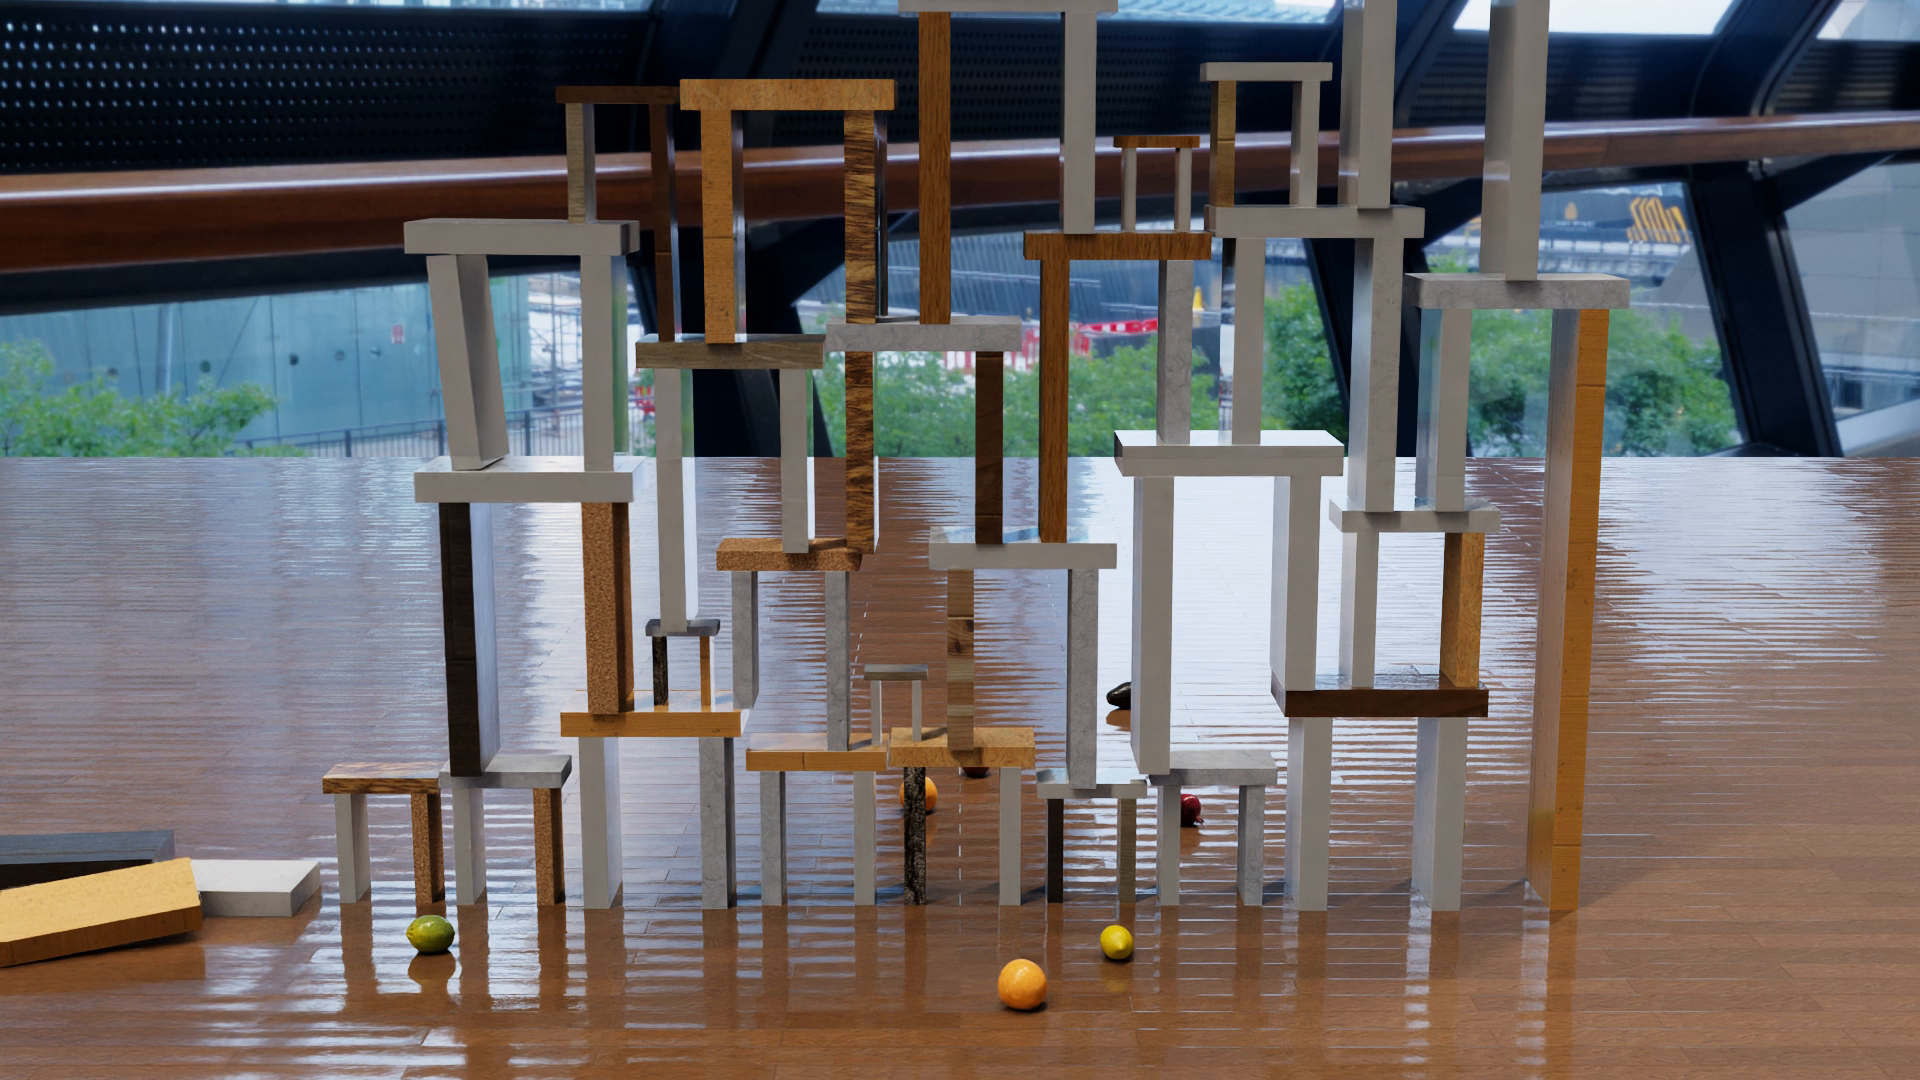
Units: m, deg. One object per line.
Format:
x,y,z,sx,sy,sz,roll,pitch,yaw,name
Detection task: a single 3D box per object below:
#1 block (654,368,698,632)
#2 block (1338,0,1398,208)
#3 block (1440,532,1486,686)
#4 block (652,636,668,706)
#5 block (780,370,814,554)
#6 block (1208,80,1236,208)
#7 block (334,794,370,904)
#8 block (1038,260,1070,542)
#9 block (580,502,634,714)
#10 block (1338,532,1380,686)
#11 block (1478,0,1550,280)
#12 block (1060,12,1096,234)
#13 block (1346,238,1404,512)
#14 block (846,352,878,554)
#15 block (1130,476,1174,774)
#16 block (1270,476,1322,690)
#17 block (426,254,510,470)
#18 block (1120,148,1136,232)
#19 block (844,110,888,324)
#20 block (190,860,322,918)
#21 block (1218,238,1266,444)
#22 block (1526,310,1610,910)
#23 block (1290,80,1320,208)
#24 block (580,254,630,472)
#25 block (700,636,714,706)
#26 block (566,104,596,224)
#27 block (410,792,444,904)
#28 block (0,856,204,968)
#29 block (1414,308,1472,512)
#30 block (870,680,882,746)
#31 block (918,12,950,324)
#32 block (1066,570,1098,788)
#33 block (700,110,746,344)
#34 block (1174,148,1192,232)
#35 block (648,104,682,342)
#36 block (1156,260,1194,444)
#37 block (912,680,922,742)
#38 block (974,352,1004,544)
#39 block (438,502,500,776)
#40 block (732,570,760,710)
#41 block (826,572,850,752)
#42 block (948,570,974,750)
-0.458,-0.074,3.550,0.042,0.422,0.147,0,11,0,block
0.634,-0.696,3.426,0.049,0.348,0.174,0,11,0,block
0.816,0.101,3.576,0.036,0.252,0.126,0,11,0,block
-0.490,0.207,3.596,0.016,0.115,0.058,0,11,0,block
-0.261,-0.137,3.538,0.042,0.293,0.147,0,11,0,block
0.411,-0.619,3.440,0.027,0.193,0.096,0,11,0,block
-1.008,0.498,3.652,0.027,0.187,0.094,0,11,0,block
0.149,-0.227,3.514,0.041,0.445,0.144,0,11,0,block
-0.572,0.094,3.578,0.049,0.344,0.172,0,11,0,block
0.648,0.101,3.576,0.036,0.252,0.126,0,11,0,block
0.865,-0.642,3.436,0.049,0.458,0.174,0,11,0,block
0.183,-0.651,3.439,0.047,0.333,0.167,0,11,0,block
0.661,-0.269,3.509,0.046,0.429,0.161,0,11,0,block
-0.157,-0.149,3.527,0.043,0.322,0.152,0,11,0,block
0.311,0.123,3.574,0.049,0.484,0.173,0,11,0,block
0.543,0.054,3.566,0.049,0.346,0.173,0,10,0,block
-0.786,-0.292,3.519,0.048,0.337,0.168,-4,10,4,block
0.265,-0.551,3.461,0.018,0.130,0.065,0,11,0,block
-0.147,-0.511,3.465,0.046,0.326,0.163,1,11,5,block
-1.424,0.574,3.638,0.690,0.043,0.153,0,11,1,block
0.447,-0.322,3.495,0.046,0.321,0.161,0,11,-1,block
0.986,0.108,3.582,0.045,0.979,0.160,0,11,0,block
0.539,-0.619,3.440,0.027,0.193,0.096,0,11,0,block
-0.566,-0.289,3.510,0.048,0.337,0.168,1,11,-1,block
-0.413,0.207,3.596,0.016,0.115,0.058,0,11,0,block
-0.594,-0.591,3.448,0.026,0.184,0.092,0,11,2,block
-0.884,0.498,3.652,0.027,0.187,0.094,0,11,0,block
-1.359,0.583,3.452,0.306,0.043,0.153,-8,25,-23,block
0.773,-0.216,3.521,0.045,0.320,0.160,0,10,0,block
-0.138,0.279,3.613,0.015,0.111,0.051,-1,11,0,block
-0.039,-0.583,3.452,0.047,0.472,0.167,0,11,0,block
0.200,0.211,3.598,0.042,0.363,0.149,0,11,0,block
-0.372,-0.496,3.468,0.046,0.356,0.163,0,11,1,block
0.351,-0.552,3.461,0.018,0.130,0.065,0,11,-1,block
-0.464,-0.500,3.463,0.026,0.365,0.092,-1,11,0,block
0.341,-0.304,3.495,0.041,0.287,0.144,0,11,0,block
-0.071,0.275,3.612,0.015,0.103,0.051,0,11,0,block
0.046,-0.158,3.525,0.043,0.304,0.152,0,11,0,block
-0.799,0.146,3.589,0.049,0.449,0.172,0,11,-1,block
-0.350,0.151,3.591,0.032,0.228,0.114,0,11,0,block
-0.199,0.186,3.597,0.032,0.299,0.114,0,11,0,block
0.001,0.179,3.592,0.042,0.298,0.149,0,11,0,block
